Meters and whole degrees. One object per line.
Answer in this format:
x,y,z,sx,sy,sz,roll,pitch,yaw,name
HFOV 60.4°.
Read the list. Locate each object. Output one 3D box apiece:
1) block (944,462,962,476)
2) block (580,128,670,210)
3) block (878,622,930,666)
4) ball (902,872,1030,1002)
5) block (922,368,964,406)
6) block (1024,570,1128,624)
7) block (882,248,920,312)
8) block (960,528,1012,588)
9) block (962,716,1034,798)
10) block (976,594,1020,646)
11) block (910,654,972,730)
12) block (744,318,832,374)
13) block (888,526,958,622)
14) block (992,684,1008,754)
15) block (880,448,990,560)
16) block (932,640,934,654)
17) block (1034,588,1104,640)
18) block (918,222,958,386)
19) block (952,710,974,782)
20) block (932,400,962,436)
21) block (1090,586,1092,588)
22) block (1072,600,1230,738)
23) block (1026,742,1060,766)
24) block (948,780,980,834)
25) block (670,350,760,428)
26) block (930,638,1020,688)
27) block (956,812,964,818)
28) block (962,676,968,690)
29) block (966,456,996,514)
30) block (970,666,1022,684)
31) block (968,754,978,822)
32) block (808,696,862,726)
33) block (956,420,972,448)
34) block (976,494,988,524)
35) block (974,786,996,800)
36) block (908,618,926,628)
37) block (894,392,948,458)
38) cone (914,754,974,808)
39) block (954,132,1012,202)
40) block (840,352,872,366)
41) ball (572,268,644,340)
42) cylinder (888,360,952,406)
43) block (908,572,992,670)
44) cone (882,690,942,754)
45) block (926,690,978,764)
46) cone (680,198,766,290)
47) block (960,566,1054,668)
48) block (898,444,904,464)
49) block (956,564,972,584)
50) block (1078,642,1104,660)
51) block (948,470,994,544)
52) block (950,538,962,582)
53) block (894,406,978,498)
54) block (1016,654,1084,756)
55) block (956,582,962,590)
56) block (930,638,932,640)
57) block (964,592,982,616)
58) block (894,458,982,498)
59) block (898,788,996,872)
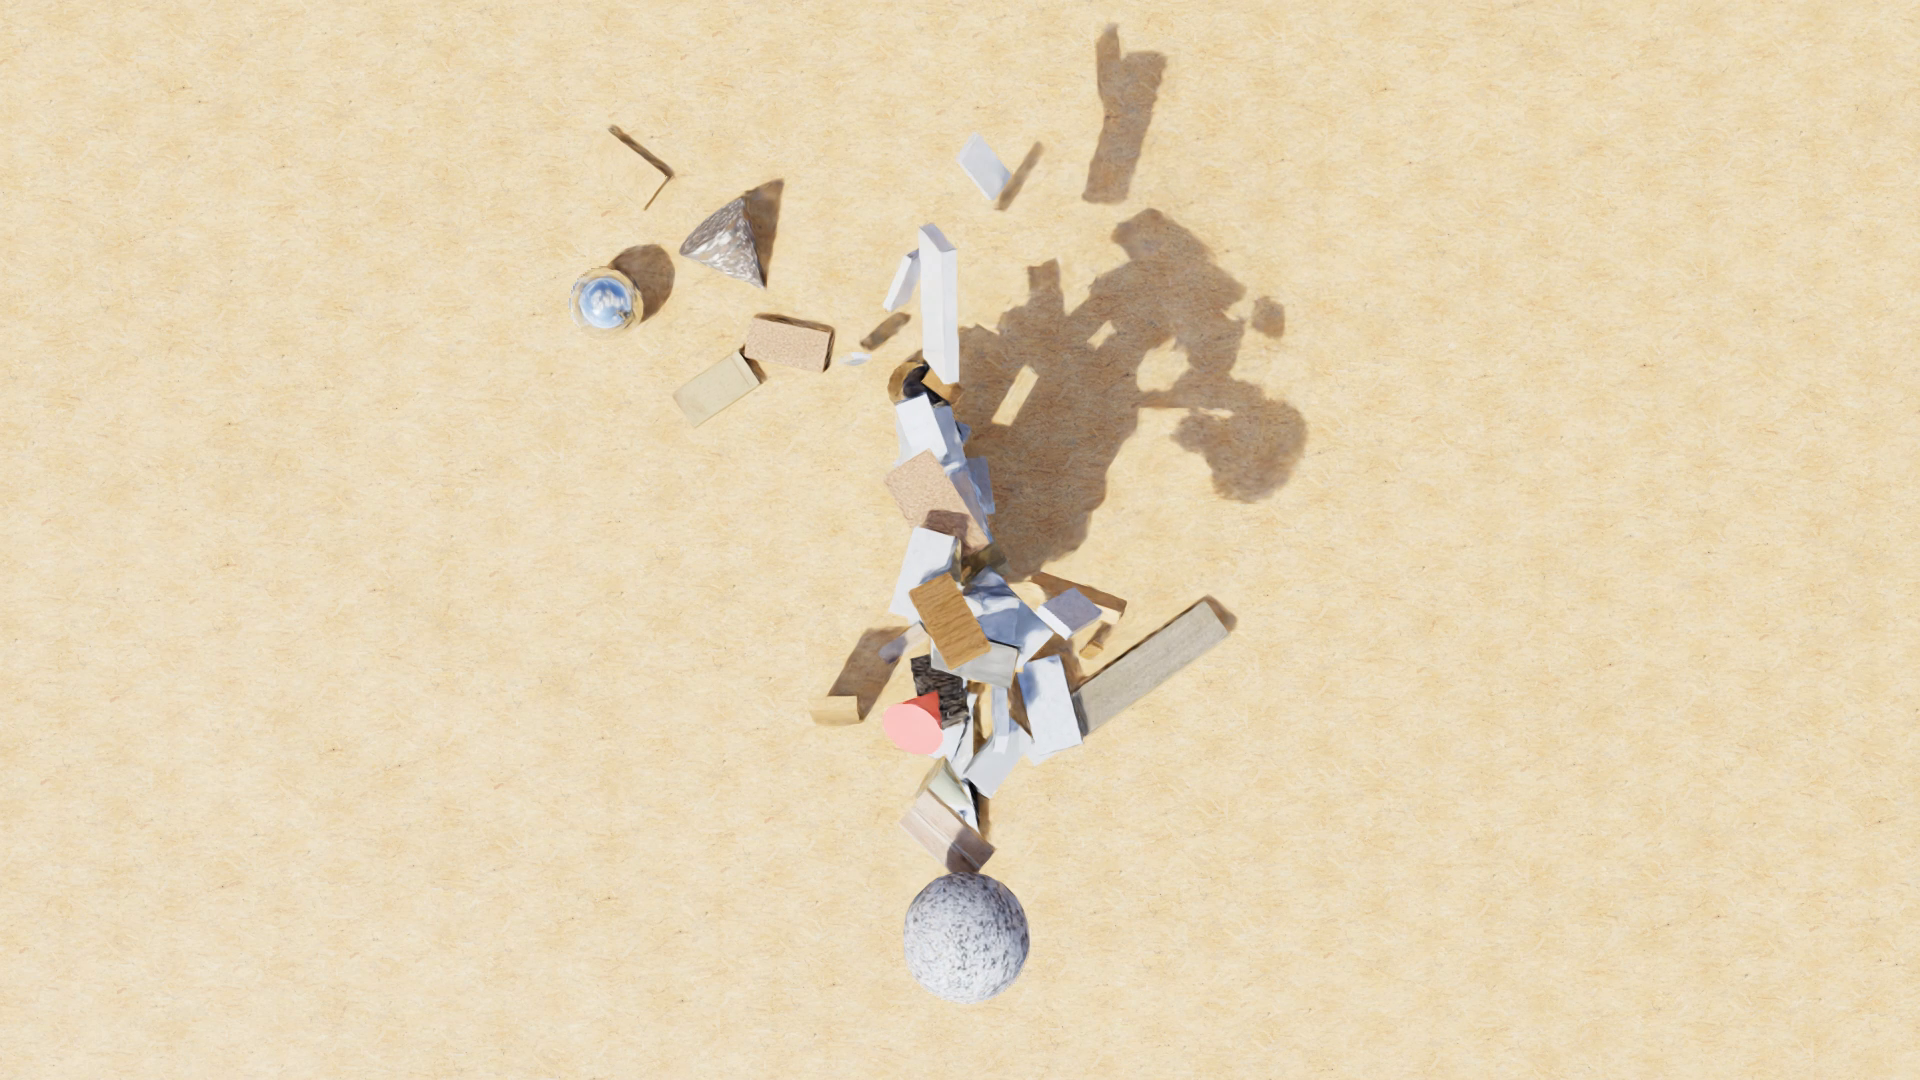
-0.011,-0.047,4.467,0.148,0.042,0.296,-24,83,1,block
-1.114,-1.231,5.481,0.266,0.038,0.133,38,90,0,block
-0.188,0.345,5.482,0.172,0.016,0.058,-36,90,7,block
0.013,0.908,3.782,0.292,0.292,0.292,0,90,0,ball
-0.054,-0.492,5.257,0.125,0.018,0.063,38,88,8,block
0.323,0.159,4.573,0.266,0.133,0.038,19,106,10,block
-0.157,-0.770,4.869,0.027,0.097,0.194,40,131,15,block
0.028,0.018,4.336,0.133,0.266,0.038,-28,134,1,block
0.126,0.712,5.427,0.121,0.034,0.241,46,71,-18,block
0.085,0.243,4.195,0.104,0.029,0.207,6,94,-24,block
-0.064,0.481,5.286,0.152,0.303,0.043,-14,130,0,block
-0.573,-0.646,5.481,0.266,0.038,0.133,12,90,0,block
-0.090,0.088,4.106,0.112,0.032,0.223,16,87,23,block
0.129,0.536,5.360,0.039,0.139,0.278,1,60,-4,block
-0.065,-0.075,4.206,0.150,0.042,0.300,-32,67,0,block
0.004,0.170,4.836,0.179,0.051,0.357,0,89,0,block
0.279,0.185,4.182,0.104,0.207,0.029,41,116,14,block
-0.056,-0.632,4.438,0.042,0.150,0.417,-17,134,-17,block
-0.016,0.679,5.458,0.117,0.033,0.234,2,78,1,block
-0.051,-0.380,5.298,0.063,0.018,0.125,-28,84,-10,block
0.418,0.203,5.493,0.093,0.013,0.046,-40,90,0,block
0.593,0.441,5.462,0.633,0.039,0.139,-35,75,-1,block
0.289,0.686,5.490,0.142,0.020,0.071,-32,90,0,block
-0.007,0.916,5.438,0.117,0.033,0.234,-11,107,3,block
-0.810,-0.500,5.481,0.266,0.038,0.133,-34,90,0,block
0.037,0.292,4.107,0.207,0.029,0.104,14,100,11,block
-0.014,0.971,5.428,0.071,0.020,0.150,-8,107,2,block
-0.033,0.448,5.429,0.121,0.034,0.241,19,63,-1,block
0.030,-0.173,5.371,0.142,0.284,0.040,-7,124,0,block
0.059,0.268,4.448,0.139,0.278,0.039,-13,128,-10,block
0.001,0.835,5.483,0.117,0.033,0.234,-2,90,0,block
-0.403,0.556,5.347,0.152,0.303,0.043,-2,75,-1,block
-0.091,-0.278,5.413,0.142,0.040,0.284,25,68,14,block
-0.009,-0.054,5.070,0.174,0.474,0.049,-22,81,0,block
0.111,0.781,5.469,0.071,0.020,0.142,34,86,-30,block
-0.111,0.256,5.492,0.115,0.016,0.058,-32,90,0,block
-0.112,-0.325,4.800,0.097,0.027,0.194,-20,113,1,block
-0.023,0.745,4.881,0.160,0.160,0.160,36,90,-6,cone
0.068,-1.075,4.754,0.027,0.194,0.097,29,81,41,block
-0.340,-0.585,5.340,0.063,0.146,0.018,1,87,-21,block
-1.149,-0.769,5.384,0.231,0.231,0.231,0,90,0,ball
-0.127,-0.489,5.385,0.180,0.180,0.180,-3,101,-16,cylinder
-0.026,0.195,3.993,0.112,0.032,0.223,-25,64,-9,block
-0.100,0.487,4.744,0.185,0.185,0.185,13,127,18,cone
-0.043,0.605,5.439,0.121,0.034,0.241,21,79,5,block
-0.727,-0.927,5.438,0.278,0.278,0.278,-40,117,0,cone
0.111,0.200,4.259,0.133,0.038,0.266,-45,118,-2,block
-0.097,-0.275,5.118,0.174,0.348,0.049,-31,79,-6,block
-0.038,0.113,4.179,0.146,0.054,0.015,-43,118,-20,block
0.433,0.367,5.451,0.046,0.093,0.013,24,55,-12,block
-0.019,-0.065,4.322,0.150,0.300,0.042,-22,126,2,block
-0.023,0.051,4.118,0.054,0.015,0.108,0,80,9,block
-0.066,-0.215,4.863,0.174,0.049,0.348,-17,65,3,block
0.294,0.543,5.436,0.152,0.043,0.303,-17,78,9,block
0.015,0.177,4.588,0.103,0.029,0.206,-2,89,-4,block
0.005,0.282,5.039,0.179,0.357,0.051,4,88,0,block
0.000,0.167,4.141,0.108,0.015,0.054,-8,96,-7,block
-0.074,-0.196,5.293,0.142,0.040,0.284,-37,56,-11,block
-0.032,0.718,3.991,0.223,0.032,0.112,41,101,10,block
